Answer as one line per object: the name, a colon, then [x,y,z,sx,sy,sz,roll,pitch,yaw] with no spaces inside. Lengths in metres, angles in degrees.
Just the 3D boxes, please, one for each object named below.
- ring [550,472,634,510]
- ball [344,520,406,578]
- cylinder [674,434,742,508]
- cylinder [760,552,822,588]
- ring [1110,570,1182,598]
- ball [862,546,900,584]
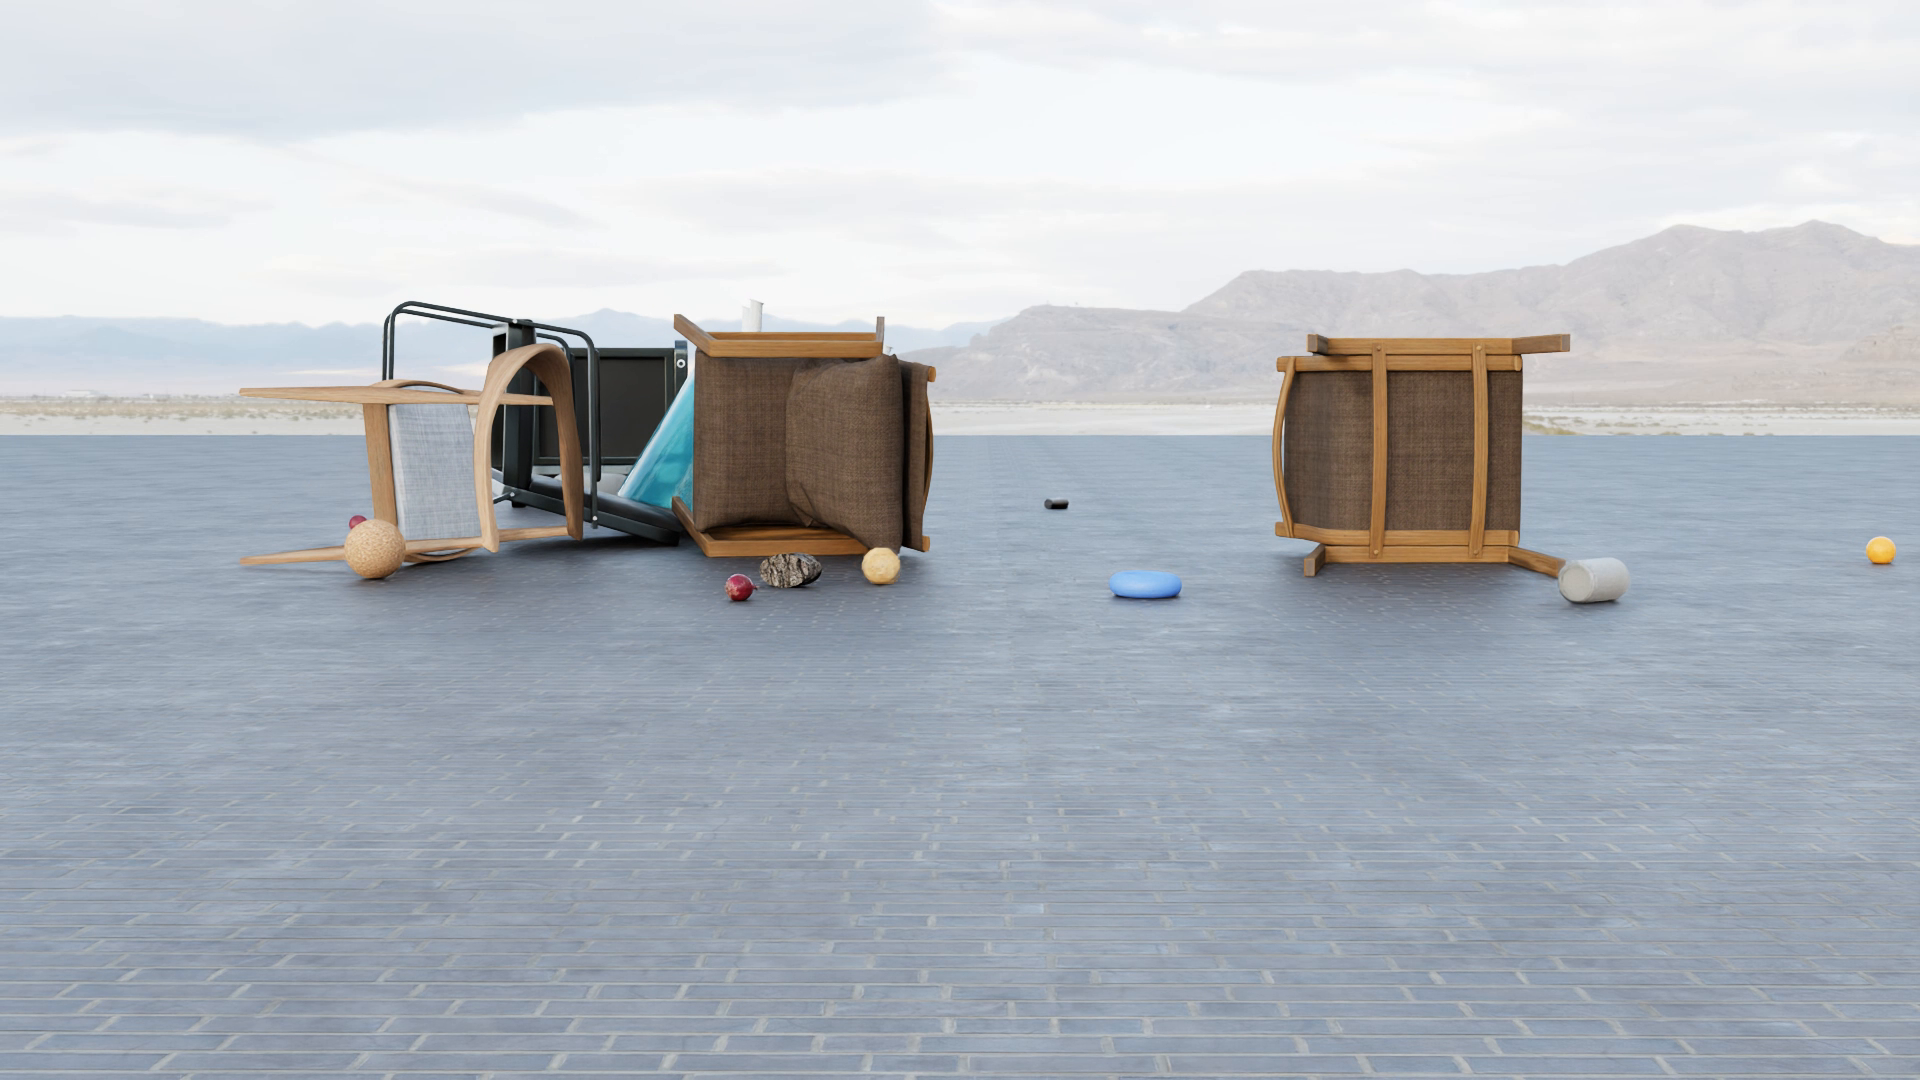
ring: [-1.377,-0.181,8.227,0.220,0.132,0.356,7,6,44]
ball: [-1.383,0.021,5.201,0.141,0.141,0.141,0,4,0]
cylinder: [-0.952,-0.261,8.316,0.237,0.283,0.175,-1,-7,-14]
cylinder: [-0.385,0.068,4.997,0.139,0.076,0.052,-1,3,33]
ring: [0.403,0.097,4.777,0.157,0.051,0.165,0,5,-19]
ball: [-0.181,0.059,5.049,0.087,0.087,0.087,0,4,0]
